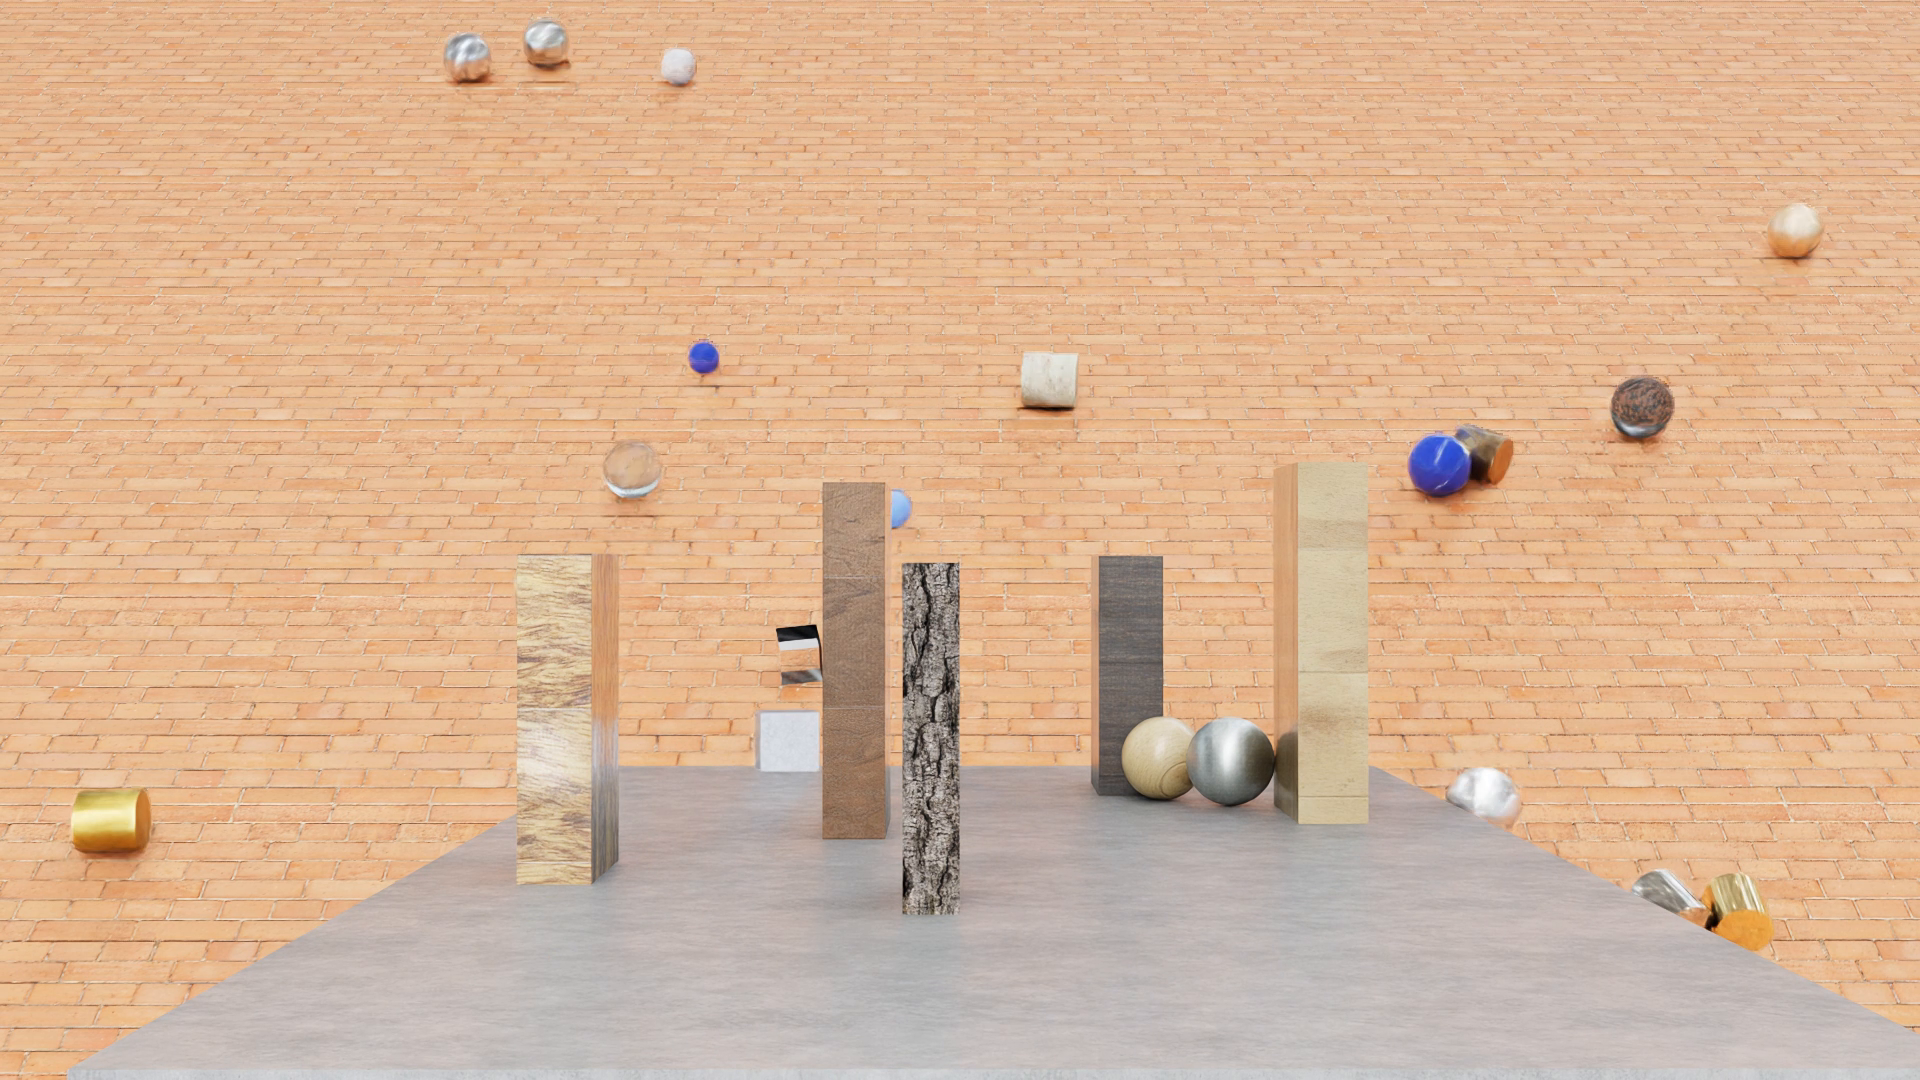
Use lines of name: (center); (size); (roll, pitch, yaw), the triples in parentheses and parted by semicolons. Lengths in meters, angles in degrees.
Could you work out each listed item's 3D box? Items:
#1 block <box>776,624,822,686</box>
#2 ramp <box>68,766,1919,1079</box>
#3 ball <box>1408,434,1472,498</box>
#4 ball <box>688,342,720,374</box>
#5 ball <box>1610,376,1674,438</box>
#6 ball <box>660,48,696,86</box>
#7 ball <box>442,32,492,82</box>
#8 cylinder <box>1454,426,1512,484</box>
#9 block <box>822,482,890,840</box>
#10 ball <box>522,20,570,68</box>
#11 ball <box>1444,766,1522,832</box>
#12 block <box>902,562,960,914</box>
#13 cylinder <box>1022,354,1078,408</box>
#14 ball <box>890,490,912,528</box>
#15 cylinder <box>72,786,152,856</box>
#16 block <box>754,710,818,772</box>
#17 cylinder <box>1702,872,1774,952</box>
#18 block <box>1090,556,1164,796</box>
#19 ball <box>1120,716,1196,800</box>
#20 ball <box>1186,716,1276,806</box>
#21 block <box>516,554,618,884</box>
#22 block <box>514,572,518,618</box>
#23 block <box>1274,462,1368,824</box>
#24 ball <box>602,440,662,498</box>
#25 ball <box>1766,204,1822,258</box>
block: (-0.446, 0.318, 7.185); (0.114, 0.114, 0.114); (-5, 32, -9)
ramp: (0.070, 0.617, 4.695); (2.000, 0.100, 4.000); (0, 0, 0)
ball: (1.482, -0.230, 8.009); (0.195, 0.195, 0.195); (0, 31, 0)
ball: (-0.862, -0.613, 8.723); (0.108, 0.108, 0.108); (0, 31, 0)
ball: (2.192, -0.425, 8.328); (0.198, 0.198, 0.198); (0, 31, 0)
ball: (-1.193, -2.004, 10.971); (0.152, 0.152, 0.152); (0, 31, 0)
ball: (-2.092, -2.049, 10.995); (0.204, 0.204, 0.204); (0, 31, 0)
cylinder: (1.629, -0.267, 8.112); (0.150, 0.150, 0.150); (20, 37, 30)
block: (-0.202, 0.231, 5.128); (0.119, 0.679, 0.406); (0, 0, 0)
ball: (-1.781, -2.136, 11.141); (0.202, 0.202, 0.202); (0, 31, 0)
ball: (1.184, 0.600, 5.867); (0.173, 0.173, 0.173); (0, 31, 0)
block: (-0.043, 0.298, 4.034); (0.086, 0.526, 0.317); (0, 0, 0)
cylinder: (0.295, -0.523, 8.510); (0.175, 0.175, 0.175); (3, 31, 5)
ball: (-0.205, -0.093, 7.862); (0.115, 0.115, 0.115); (0, 31, 0)
cylinder: (-2.131, 0.707, 6.508); (0.153, 0.153, 0.153); (-8, 32, -3)
block: (-0.441, 0.509, 6.576); (0.147, 0.147, 0.147); (0, 0, -10)
cylinder: (1.864, 0.896, 6.210); (0.138, 0.138, 0.138); (1, 31, 1)
block: (0.385, 0.307, 6.000); (0.145, 0.540, 0.347); (0, 0, 0)
ball: (0.449, 0.482, 5.732); (0.185, 0.185, 0.185); (0, 31, 0)
ball: (0.585, 0.478, 5.601); (0.192, 0.192, 0.192); (0, 31, 0)
block: (-0.664, 0.294, 4.408); (0.122, 0.542, 0.342); (0, 0, 0)
block: (-1.224, 0.164, 7.446); (0.107, 0.107, 0.107); (-5, 32, -9)
block: (0.751, 0.208, 5.419); (0.141, 0.728, 0.409); (0, 0, 0)
ball: (-1.012, -0.217, 8.002); (0.181, 0.181, 0.181); (0, 31, 0)
ball: (3.059, -1.131, 9.492); (0.195, 0.195, 0.195); (0, 31, 0)
